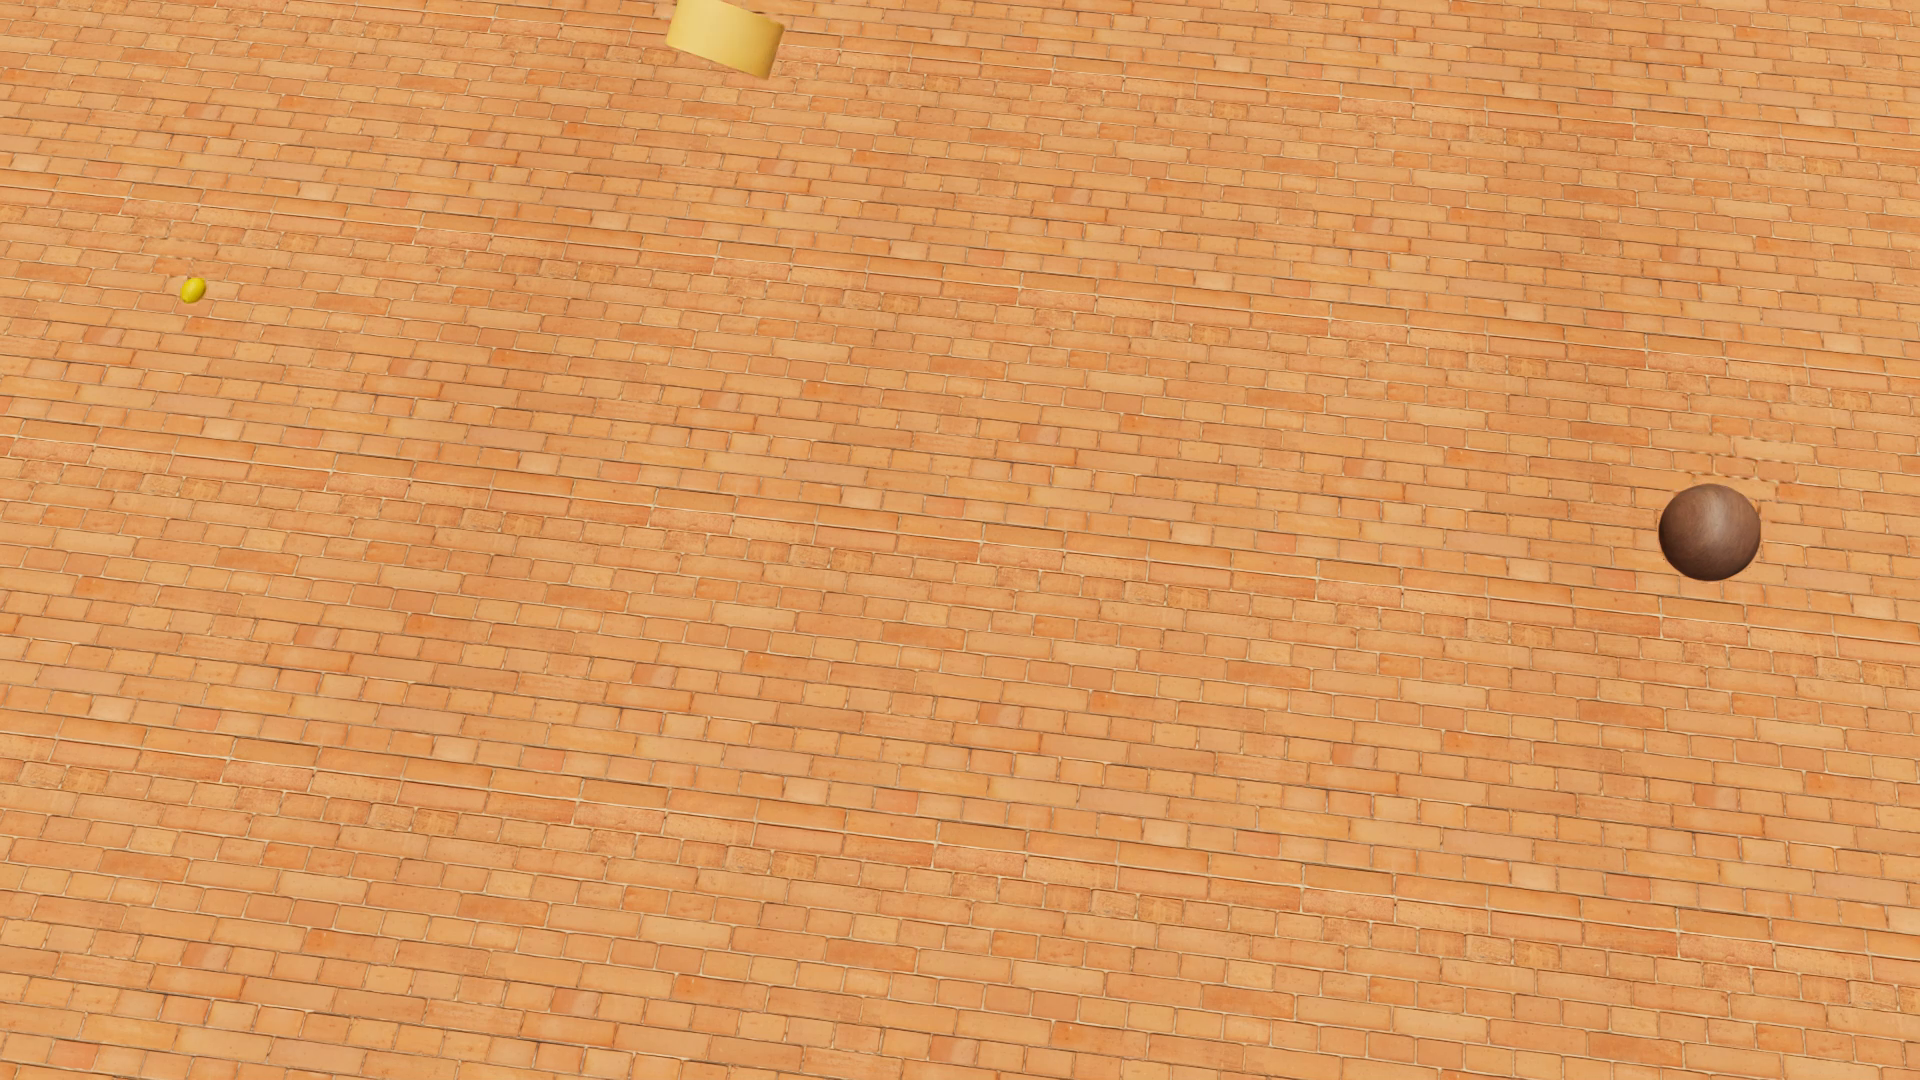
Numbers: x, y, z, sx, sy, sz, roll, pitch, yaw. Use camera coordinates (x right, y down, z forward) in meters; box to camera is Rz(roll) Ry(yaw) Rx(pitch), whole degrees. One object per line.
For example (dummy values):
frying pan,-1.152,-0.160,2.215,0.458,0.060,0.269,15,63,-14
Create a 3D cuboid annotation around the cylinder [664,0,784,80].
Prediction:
cylinder,-0.458,-0.986,4.290,0.228,0.111,0.153,11,12,-39
